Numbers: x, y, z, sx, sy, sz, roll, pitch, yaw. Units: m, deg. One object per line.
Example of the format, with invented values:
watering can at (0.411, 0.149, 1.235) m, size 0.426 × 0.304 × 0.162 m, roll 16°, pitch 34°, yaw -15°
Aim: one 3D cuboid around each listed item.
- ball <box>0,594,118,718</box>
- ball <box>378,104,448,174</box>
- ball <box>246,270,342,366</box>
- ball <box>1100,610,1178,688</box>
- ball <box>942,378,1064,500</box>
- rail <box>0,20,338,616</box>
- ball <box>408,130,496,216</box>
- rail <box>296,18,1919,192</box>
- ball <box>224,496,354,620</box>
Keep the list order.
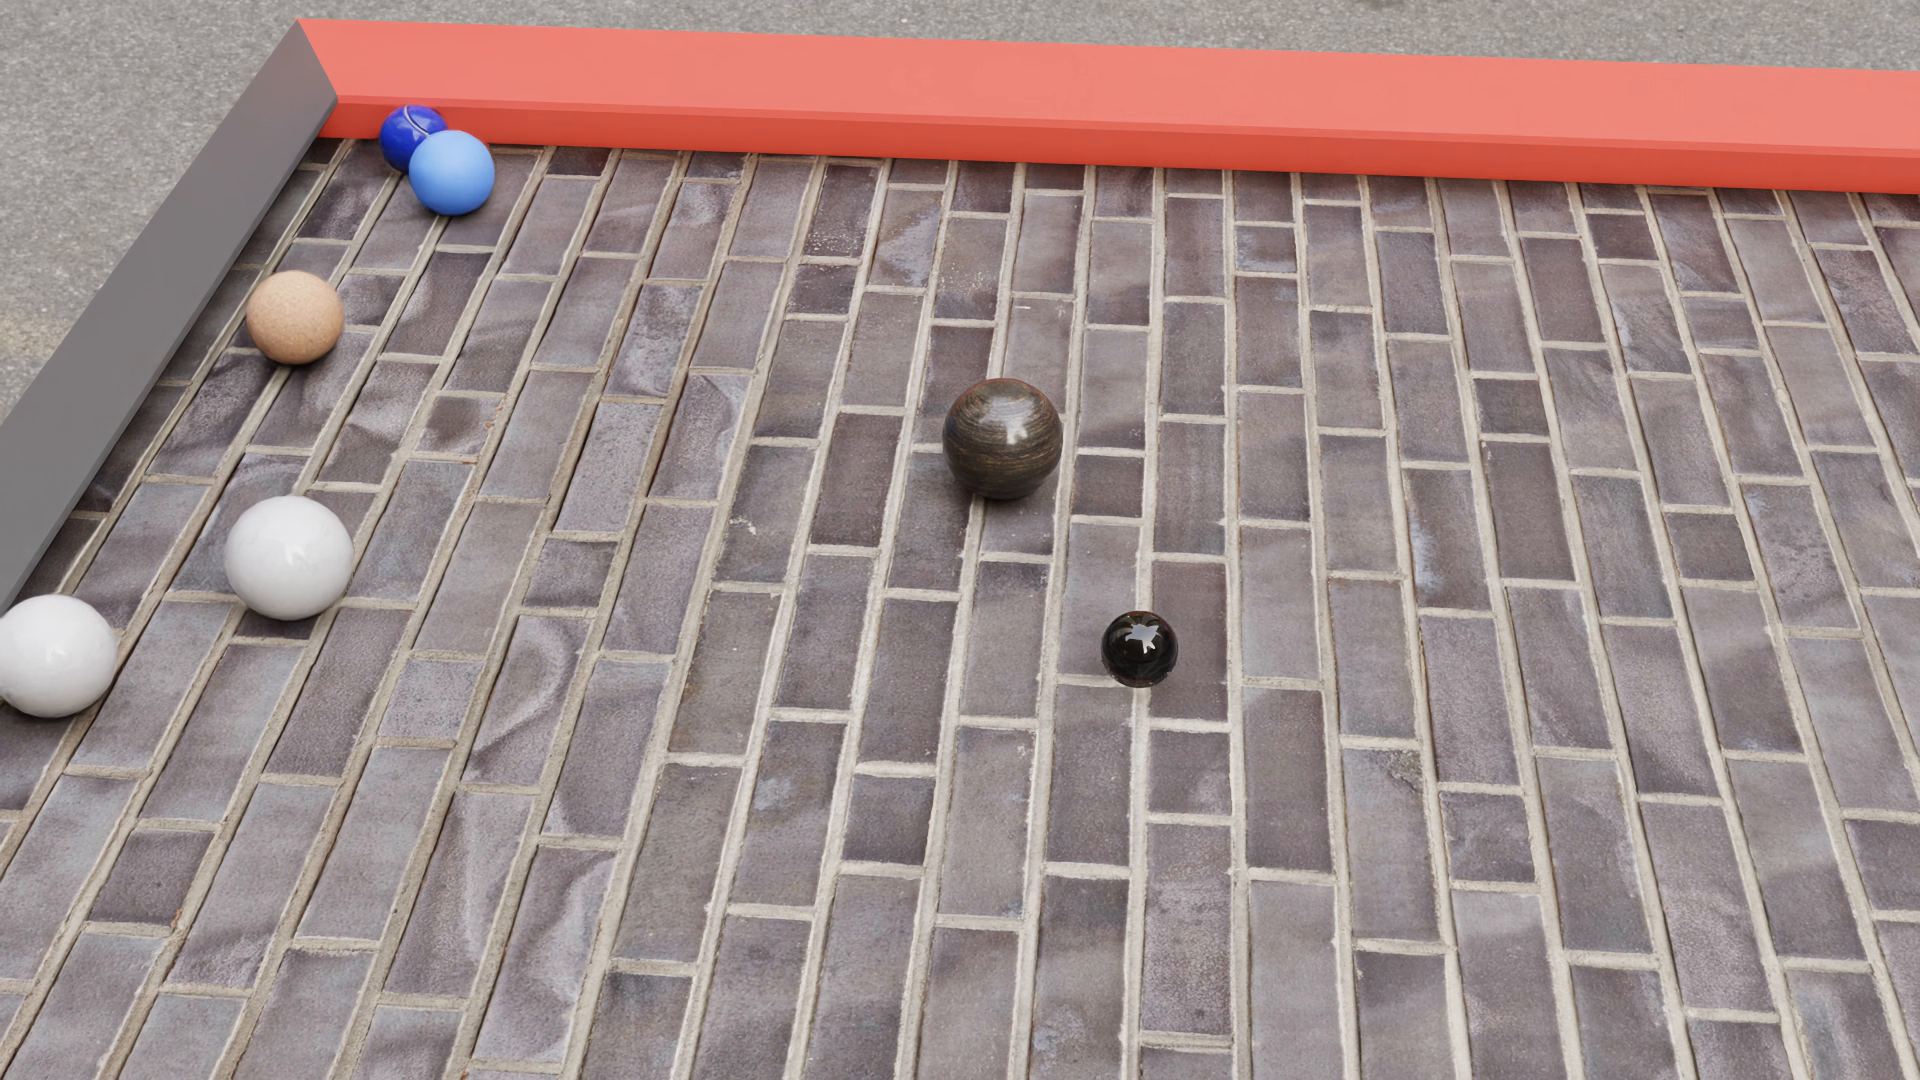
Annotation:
ball at (-0.633, 0.081, 1.789) m, size 0.086 × 0.086 × 0.086 m, roll 0°, pitch 35°, yaw 0°
ball at (-0.528, -0.387, 2.483) m, size 0.068 × 0.068 × 0.068 m, roll 0°, pitch 35°, yaw 0°
ball at (-0.567, -0.189, 2.185) m, size 0.080 × 0.080 × 0.080 m, roll 0°, pitch 35°, yaw 0°
ball at (0.127, 0.078, 1.821) m, size 0.055 × 0.055 × 0.055 m, roll 0°, pitch 35°, yaw 0°
ball at (0.033, -0.079, 2.012) m, size 0.096 × 0.096 × 0.096 m, roll 0°, pitch 35°, yaw 0°
rail at (-0.680, -0.050, 1.944) m, size 0.045 × 0.124 × 1.429 m, roll 3°, pitch 35°, yaw 4°
ball at (-0.477, -0.345, 2.411) m, size 0.080 × 0.080 × 0.080 m, roll 0°, pitch 35°, yaw 0°
rail at (0.759, -0.379, 2.419) m, size 2.822 × 0.124 × 0.045 m, roll 3°, pitch 35°, yaw 4°
ball at (-0.492, 0.013, 1.882) m, size 0.092 × 0.092 × 0.092 m, roll 0°, pitch 35°, yaw 0°
